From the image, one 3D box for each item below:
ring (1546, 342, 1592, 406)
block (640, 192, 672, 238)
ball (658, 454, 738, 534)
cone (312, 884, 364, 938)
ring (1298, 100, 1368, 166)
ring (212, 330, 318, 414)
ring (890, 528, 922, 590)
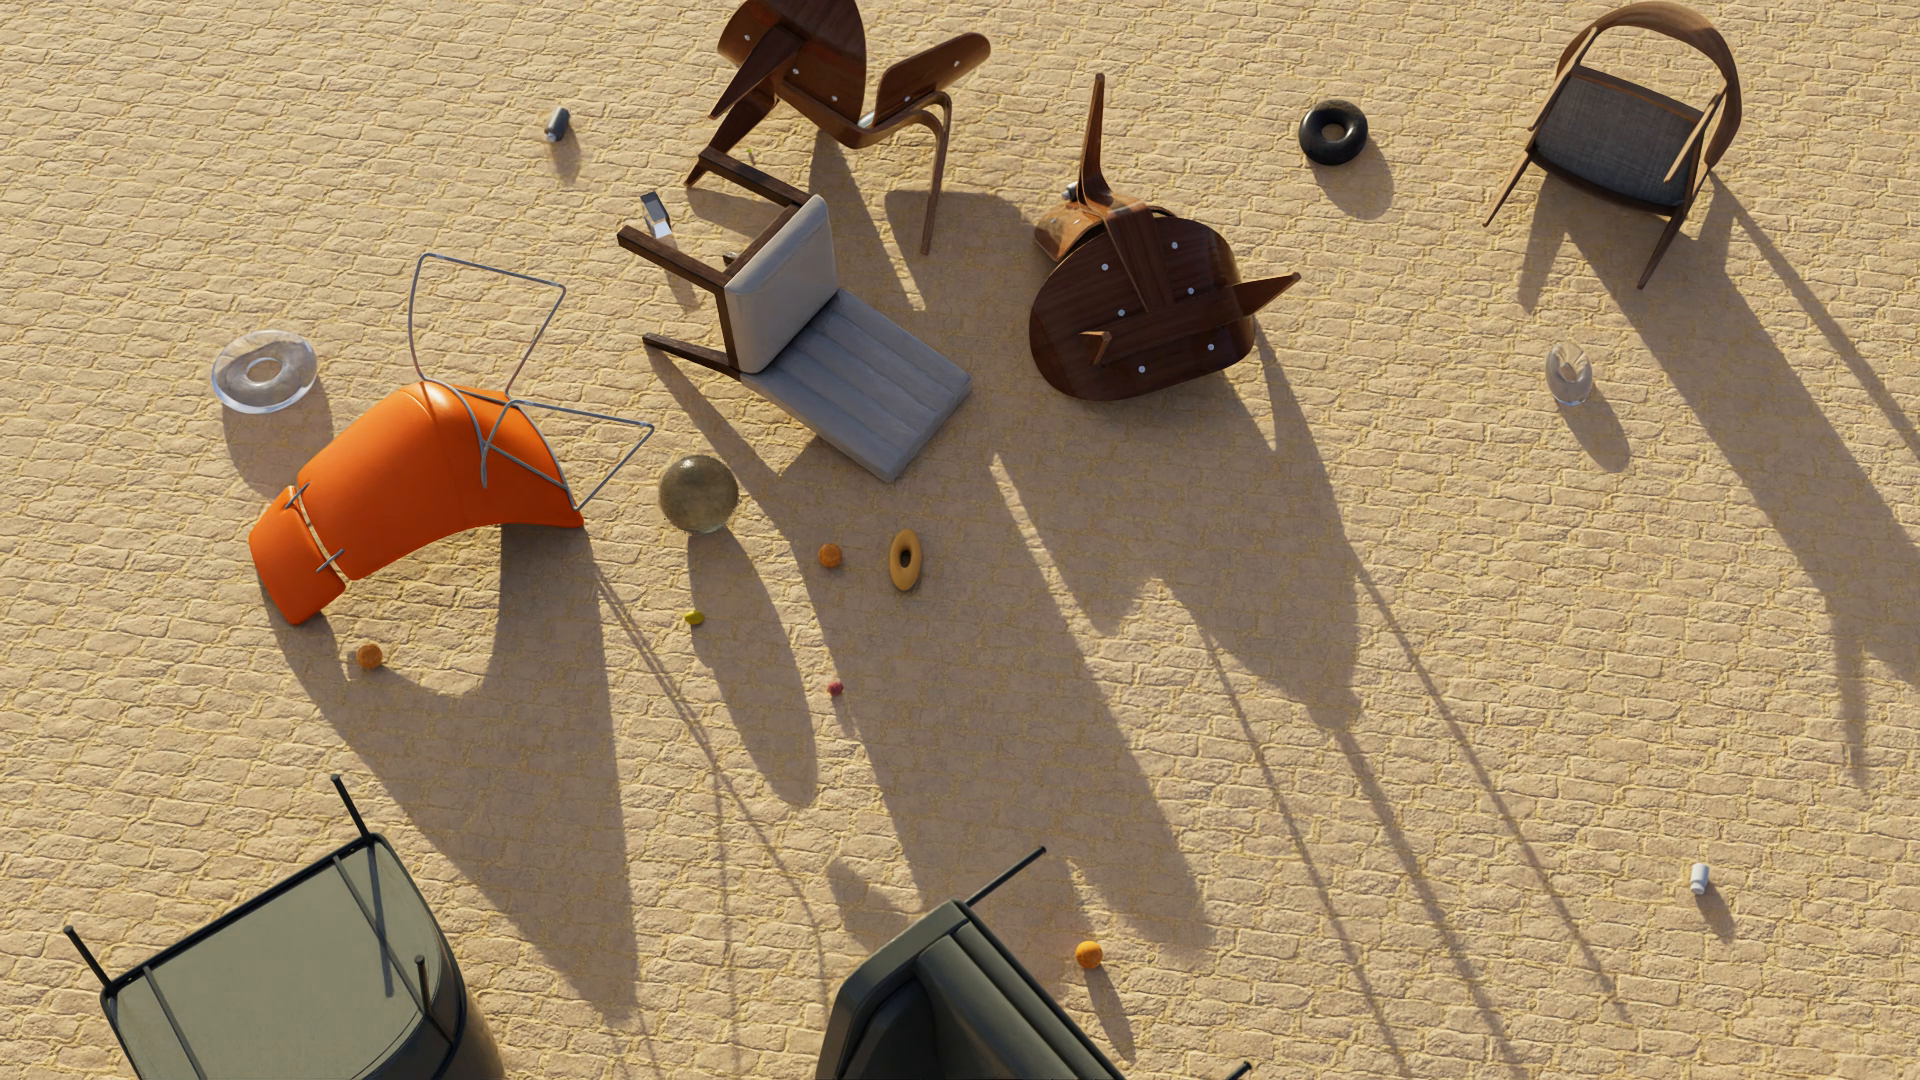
[{"bbox_3d":[1.905,-0.521,6.883,0.146,0.069,0.239,1,57,2],"label":"ring"},{"bbox_3d":[-1.002,-1.072,7.244,0.055,0.081,0.125,-22,59,-14],"label":"block"},{"bbox_3d":[-0.775,-0.135,6.523,0.236,0.236,0.236,0,56,0],"label":"ball"},{"bbox_3d":[-1.683,0.993,5.882,0.126,0.088,0.150,-3,53,21],"label":"cone"},{"bbox_3d":[1.267,-1.385,7.465,0.234,0.063,0.305,15,57,11],"label":"ring"},{"bbox_3d":[-2.175,-0.529,6.879,0.328,0.084,0.324,-26,59,-17],"label":"ring"},{"bbox_3d":[-0.161,0.057,6.502,0.095,0.057,0.213,1,56,3],"label":"ring"}]
